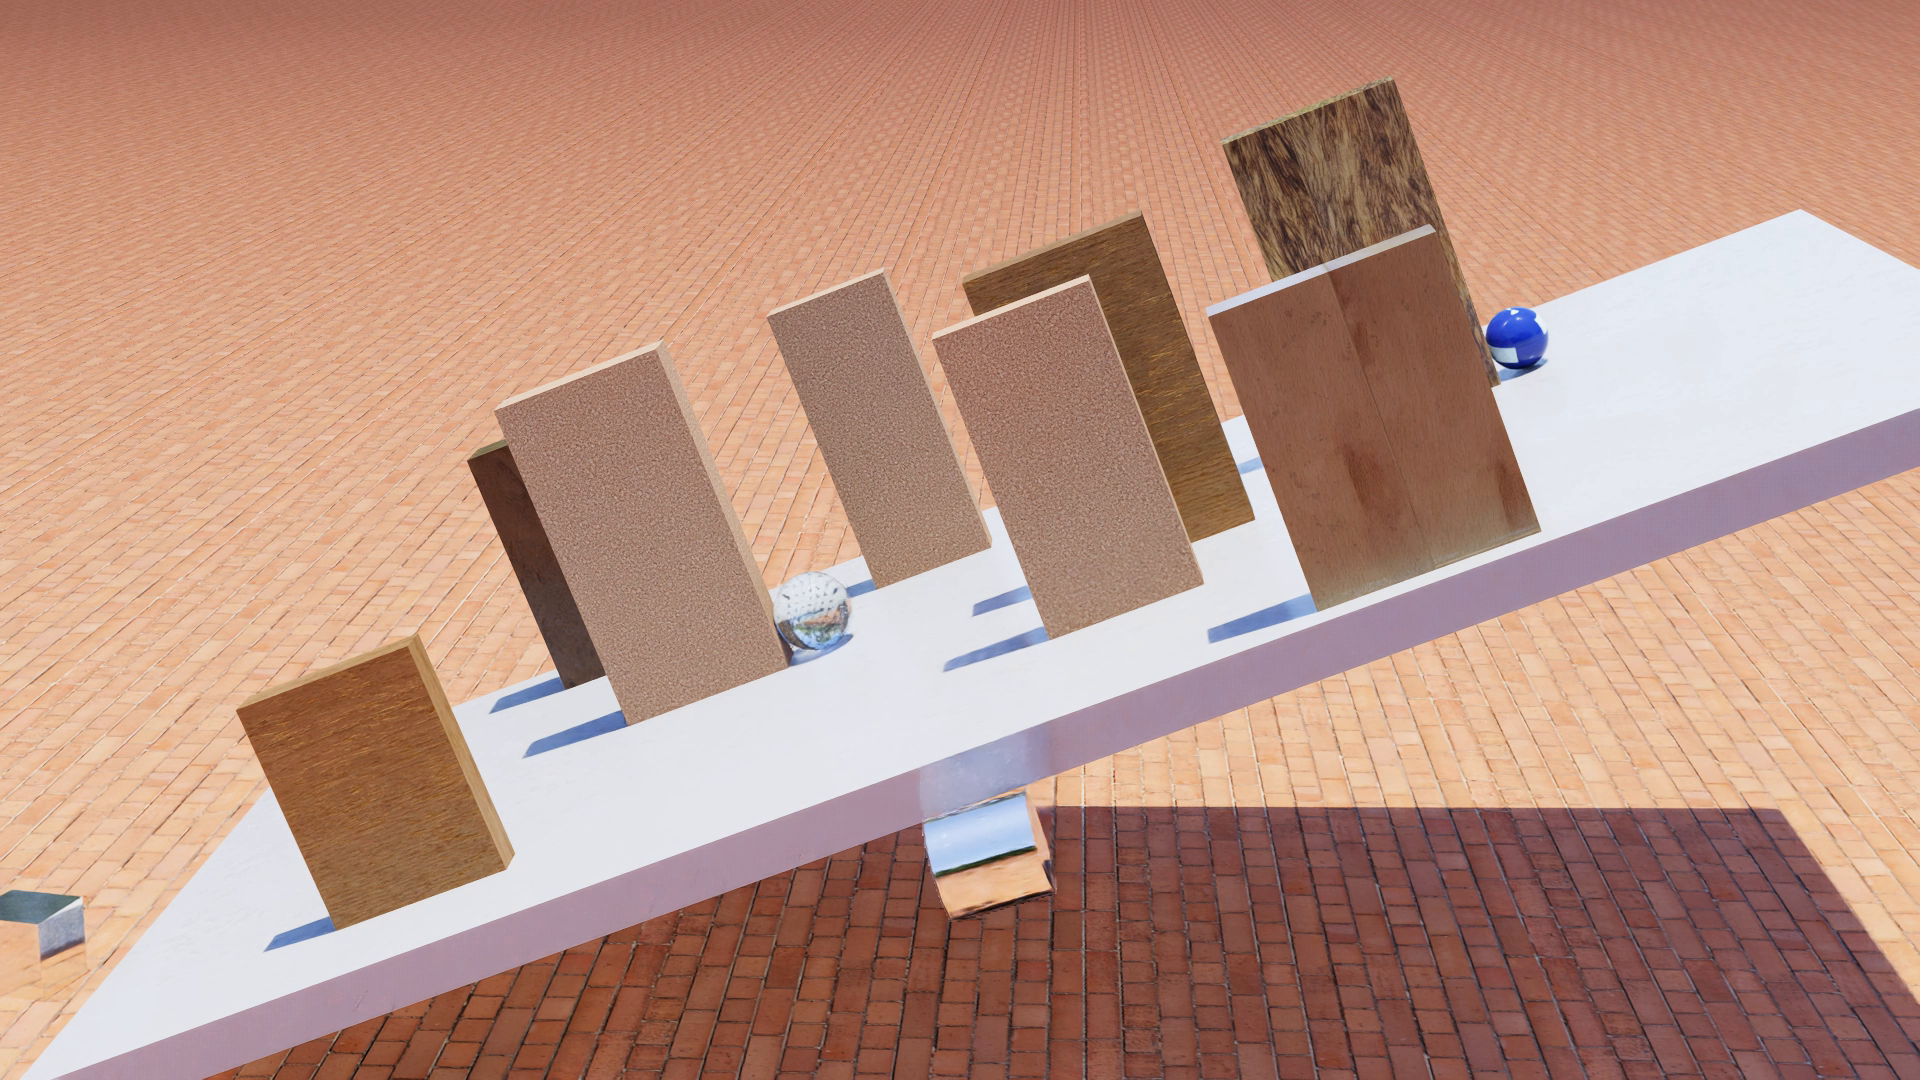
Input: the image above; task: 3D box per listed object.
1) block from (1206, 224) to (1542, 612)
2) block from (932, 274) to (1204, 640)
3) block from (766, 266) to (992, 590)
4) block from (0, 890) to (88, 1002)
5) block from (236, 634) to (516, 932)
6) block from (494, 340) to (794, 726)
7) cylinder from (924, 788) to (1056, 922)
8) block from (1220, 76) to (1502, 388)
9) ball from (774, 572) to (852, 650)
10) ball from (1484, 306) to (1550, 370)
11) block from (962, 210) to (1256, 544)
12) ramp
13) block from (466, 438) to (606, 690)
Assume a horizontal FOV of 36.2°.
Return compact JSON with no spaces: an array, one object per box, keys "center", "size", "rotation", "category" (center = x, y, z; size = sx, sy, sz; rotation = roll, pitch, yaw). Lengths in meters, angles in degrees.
[{"center":[0.741,-0.216,5.273],"size":[0.424,0.576,0.102],"rotation":[-20,12,7],"category":"block"},{"center":[0.215,-0.160,5.787],"size":[0.326,0.646,0.083],"rotation":[-20,12,7],"category":"block"},{"center":[-0.183,-0.257,6.825],"size":[0.287,0.689,0.088],"rotation":[-20,12,7],"category":"block"},{"center":[-2.005,0.870,6.323],"size":[0.174,0.174,0.174],"rotation":[4,14,15],"category":"block"},{"center":[-1.140,0.475,5.754],"size":[0.365,0.483,0.095],"rotation":[-20,12,7],"category":"block"},{"center":[-0.690,-0.013,6.464],"size":[0.382,0.759,0.128],"rotation":[-20,12,7],"category":"block"},{"center":[0.053,0.557,5.199],"size":[0.186,0.186,0.186],"rotation":[-19,13,5],"category":"cylinder"},{"center":[0.880,-0.611,6.464],"size":[0.392,0.711,0.108],"rotation":[-20,12,7],"category":"block"},{"center":[-0.325,0.157,6.491],"size":[0.175,0.175,0.175],"rotation":[0,13,0],"category":"ball"},{"center":[1.232,-0.447,6.507],"size":[0.140,0.140,0.140],"rotation":[0,13,0],"category":"ball"},{"center":[0.312,-0.297,6.142],"size":[0.394,0.681,0.108],"rotation":[-20,12,7],"category":"block"},{"center":[0.120,0.175,6.293],"size":[4.000,0.100,2.000],"rotation":[-20,12,7],"category":"ramp"},{"center":[-0.919,0.019,7.103],"size":[0.303,0.607,0.139],"rotation":[-20,12,7],"category":"block"}]
